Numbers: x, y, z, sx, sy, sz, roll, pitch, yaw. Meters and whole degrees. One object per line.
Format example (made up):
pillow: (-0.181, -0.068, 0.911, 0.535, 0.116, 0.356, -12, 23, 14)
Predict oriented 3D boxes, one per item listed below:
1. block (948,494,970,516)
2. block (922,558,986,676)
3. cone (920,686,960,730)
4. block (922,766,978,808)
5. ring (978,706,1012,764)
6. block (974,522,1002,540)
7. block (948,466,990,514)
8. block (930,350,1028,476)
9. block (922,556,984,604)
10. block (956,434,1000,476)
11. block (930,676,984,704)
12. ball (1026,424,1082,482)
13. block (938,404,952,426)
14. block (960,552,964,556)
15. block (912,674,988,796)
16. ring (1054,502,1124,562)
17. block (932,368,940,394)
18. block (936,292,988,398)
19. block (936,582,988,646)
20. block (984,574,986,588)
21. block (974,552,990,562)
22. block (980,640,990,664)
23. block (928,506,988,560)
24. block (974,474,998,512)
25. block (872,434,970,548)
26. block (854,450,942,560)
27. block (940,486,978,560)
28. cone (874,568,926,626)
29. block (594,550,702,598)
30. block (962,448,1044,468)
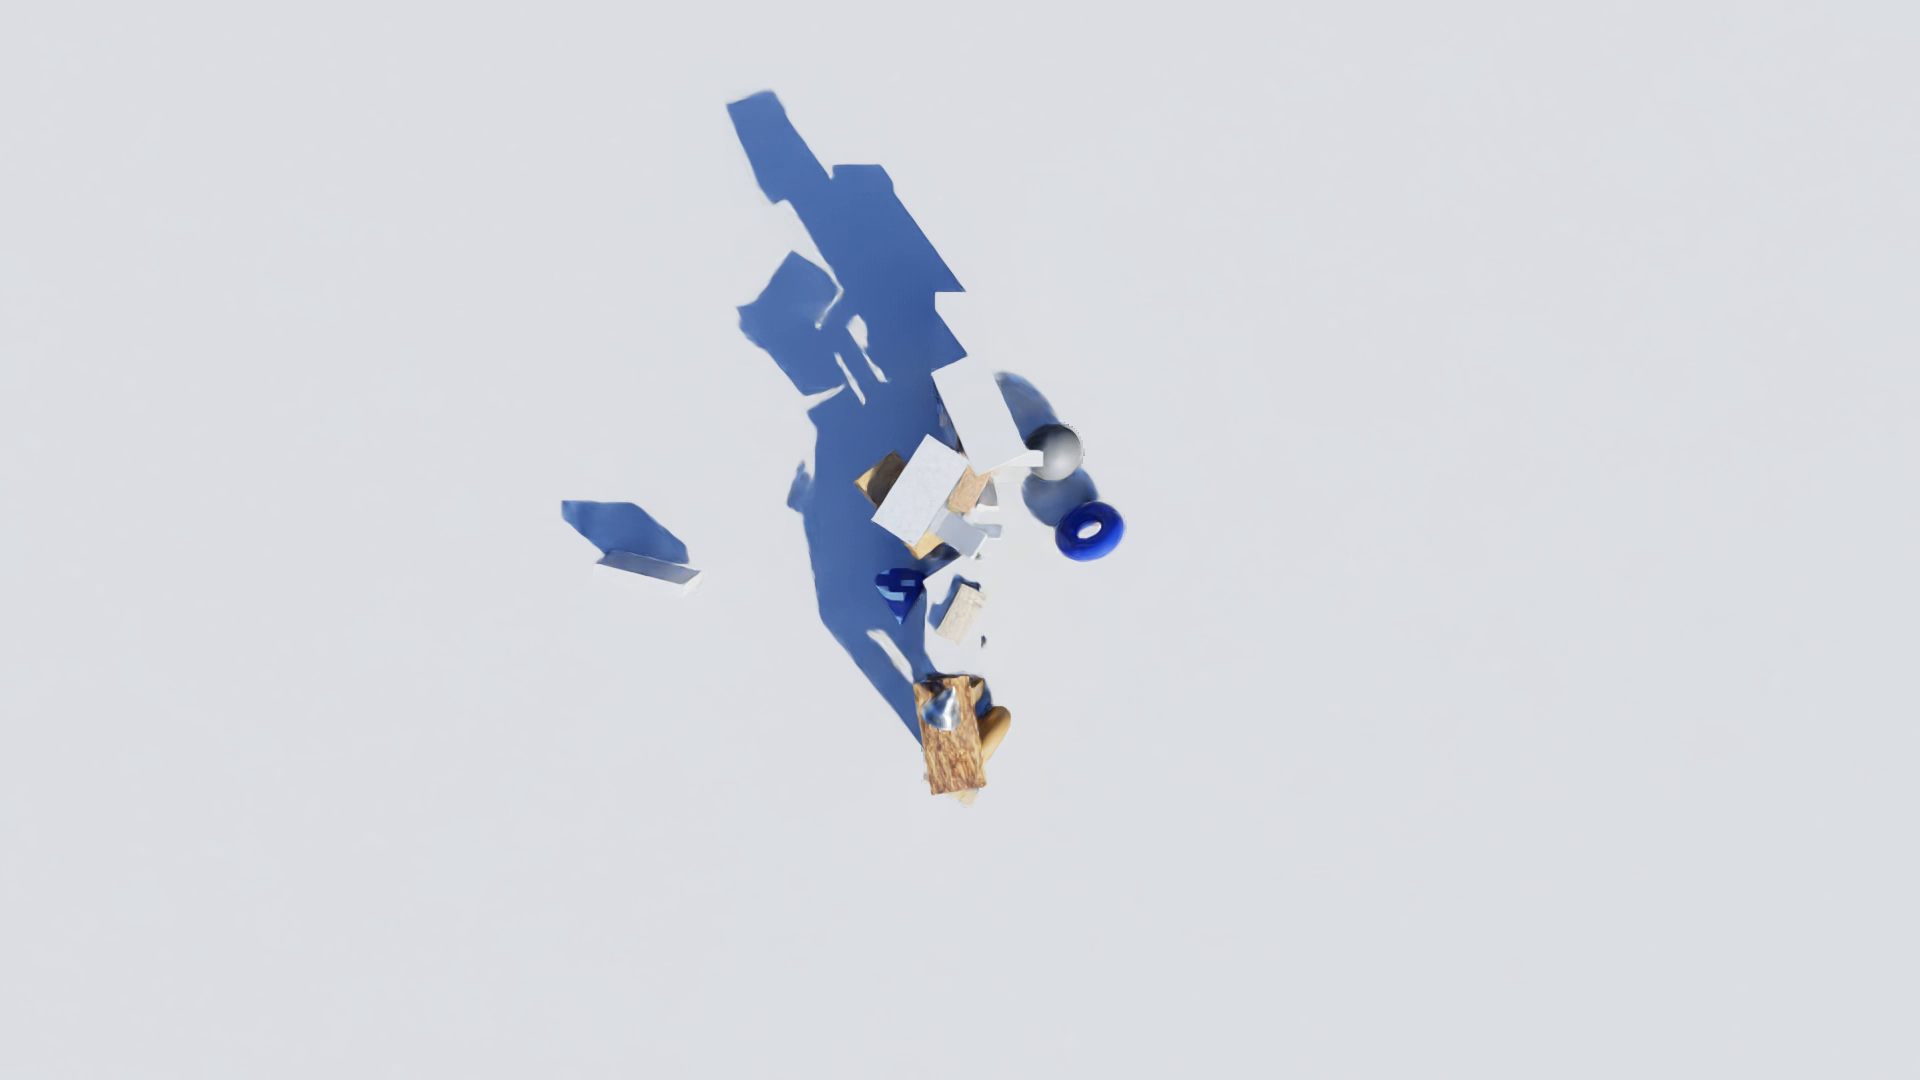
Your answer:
block: (-0.001, -0.109, 5.144, 0.071, 0.172, 0.020, 2, 75, 0)
block: (-0.018, 0.238, 5.125, 0.175, 0.050, 0.350, 3, 90, 0)
cone: (-0.037, 0.484, 4.995, 0.131, 0.131, 0.131, 24, 126, 0)
block: (-0.024, 0.756, 5.324, 0.174, 0.348, 0.049, 32, 95, 0)
ring: (0.083, 0.647, 5.385, 0.079, 0.238, 0.238, 35, 90, -3)
block: (0.085, -0.027, 5.154, 0.092, 0.013, 0.046, 5, 68, 2)
block: (0.030, -0.158, 5.048, 0.071, 0.020, 0.142, 28, 86, 8)
block: (0.055, -0.366, 4.774, 0.162, 0.046, 0.325, -24, 87, -1)
block: (-0.020, 0.117, 5.088, 0.175, 0.025, 0.087, -33, 90, 0)
block: (0.057, -0.335, 5.211, 0.131, 0.037, 0.263, 1, 89, -12)
block: (-0.023, 0.483, 5.318, 0.174, 0.348, 0.049, 1, 91, 6)
ball: (0.306, -0.287, 5.405, 0.189, 0.189, 0.189, 0, 90, 0)
block: (0.005, -0.407, 5.363, 0.131, 0.263, 0.037, 0, 86, -4)
block: (0.014, 0.016, 5.207, 0.046, 0.013, 0.092, -19, 69, 0)
block: (-0.029, 0.604, 5.118, 0.174, 0.049, 0.348, -10, 91, 3)
ring: (0.424, -0.027, 5.404, 0.237, 0.237, 0.079, -28, 132, 0)
block: (-0.001, -0.478, 4.968, 0.162, 0.325, 0.046, 0, 90, 0)
block: (0.003, -0.609, 5.153, 0.162, 0.046, 0.324, 0, 90, 0)
block: (0.005, 0.229, 5.073, 0.087, 0.025, 0.177, 28, 98, -4)
block: (-0.007, 0.123, 5.325, 0.175, 0.350, 0.050, 1, 90, 0)
block: (0.058, 0.056, 5.180, 0.046, 0.092, 0.013, -21, 92, -21)
block: (0.003, 0.360, 5.325, 0.175, 0.350, 0.050, 0, 91, 0)
block: (-0.010, -0.022, 5.021, 0.175, 0.025, 0.087, 33, 90, 20)
block: (0.075, -0.150, 5.145, 0.071, 0.142, 0.020, 5, 134, -16)
block: (-0.118, -0.149, 5.020, 0.155, 0.044, 0.311, 33, 88, 3)
block: (-0.165, -0.106, 5.085, 0.155, 0.044, 0.310, -40, 90, -15)
block: (-0.002, -0.056, 5.247, 0.118, 0.034, 0.237, 0, 90, 0)
cone: (-0.195, 0.210, 5.461, 0.173, 0.173, 0.173, 1, 117, 0)
block: (-1.022, 0.109, 5.396, 0.310, 0.155, 0.044, 14, 109, 9)
block: (0.125, -0.263, 5.002, 0.162, 0.395, 0.046, 3, 96, -12)
